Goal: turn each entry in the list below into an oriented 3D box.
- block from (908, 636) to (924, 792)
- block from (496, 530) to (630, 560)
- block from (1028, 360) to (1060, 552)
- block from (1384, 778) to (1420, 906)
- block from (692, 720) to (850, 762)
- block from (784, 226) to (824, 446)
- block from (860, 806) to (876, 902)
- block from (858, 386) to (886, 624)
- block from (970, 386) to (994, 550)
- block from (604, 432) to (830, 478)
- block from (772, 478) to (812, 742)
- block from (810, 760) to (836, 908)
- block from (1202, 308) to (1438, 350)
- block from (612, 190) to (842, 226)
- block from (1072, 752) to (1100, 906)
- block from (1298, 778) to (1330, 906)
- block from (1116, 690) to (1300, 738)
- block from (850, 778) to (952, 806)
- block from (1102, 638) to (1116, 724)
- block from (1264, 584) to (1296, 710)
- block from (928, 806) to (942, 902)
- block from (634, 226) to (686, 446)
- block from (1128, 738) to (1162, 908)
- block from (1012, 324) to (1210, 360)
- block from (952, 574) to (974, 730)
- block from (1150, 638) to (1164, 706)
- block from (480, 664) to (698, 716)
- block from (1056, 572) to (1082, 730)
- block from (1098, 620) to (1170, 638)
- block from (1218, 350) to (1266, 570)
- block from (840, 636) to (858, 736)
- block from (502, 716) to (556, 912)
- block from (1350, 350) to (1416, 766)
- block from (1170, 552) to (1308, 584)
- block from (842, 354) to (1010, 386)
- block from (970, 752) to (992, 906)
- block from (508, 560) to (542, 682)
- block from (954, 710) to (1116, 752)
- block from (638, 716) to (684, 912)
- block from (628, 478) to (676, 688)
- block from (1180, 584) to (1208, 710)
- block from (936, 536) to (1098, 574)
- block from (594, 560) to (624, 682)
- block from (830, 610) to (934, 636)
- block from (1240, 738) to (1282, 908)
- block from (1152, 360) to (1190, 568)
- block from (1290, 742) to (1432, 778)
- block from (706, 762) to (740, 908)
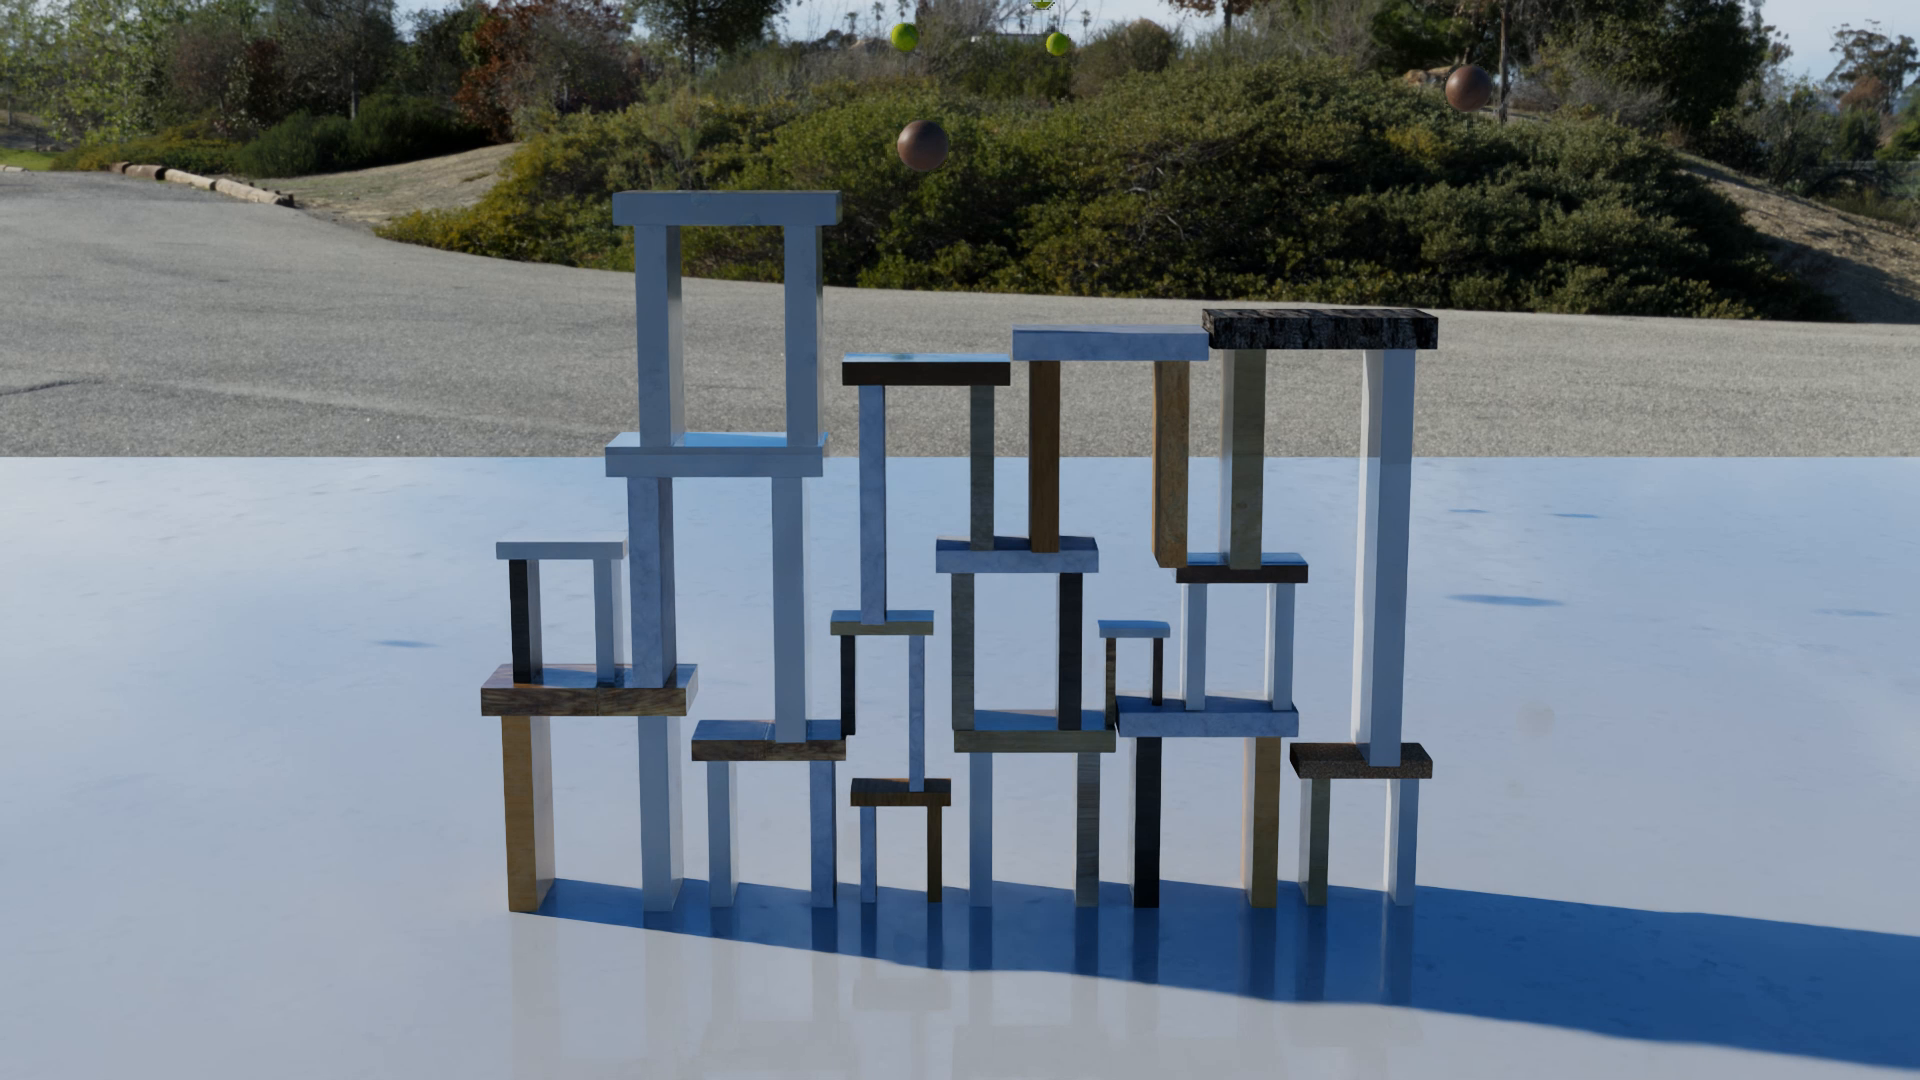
[{"bbox_3d":[-0.071,0.275,3.613,0.024,0.263,0.083,0,11,0],"label":"block"},{"bbox_3d":[-0.640,0.008,3.562,0.202,0.029,0.101,0,11,0],"label":"block"},{"bbox_3d":[0.134,-0.144,3.527,0.043,0.304,0.152,0,11,0],"label":"block"},{"bbox_3d":[0.731,0.484,3.646,0.031,0.216,0.108,0,11,0],"label":"block"},{"bbox_3d":[-0.310,0.329,3.614,0.249,0.035,0.125,0,11,0],"label":"block"},{"bbox_3d":[-0.247,-0.330,3.497,0.049,0.344,0.172,0,11,0],"label":"block"},{"bbox_3d":[-0.152,0.509,3.653,0.023,0.165,0.082,0,11,0],"label":"block"},{"bbox_3d":[-0.140,-0.065,3.547,0.037,0.384,0.132,0,11,0],"label":"block"},{"bbox_3d":[0.035,-0.124,3.536,0.037,0.264,0.132,0,11,0],"label":"block"},{"bbox_3d":[-0.386,-0.138,3.534,0.341,0.048,0.171,0,11,0],"label":"block"},{"bbox_3d":[-0.272,0.098,3.576,0.048,0.432,0.171,0,11,0],"label":"block"},{"bbox_3d":[-0.226,0.468,3.643,0.035,0.249,0.125,0,11,0],"label":"block"},{"bbox_3d":[0.567,-0.336,3.493,0.347,0.049,0.174,0,11,0],"label":"block"},{"bbox_3d":[-0.362,-0.523,3.461,0.344,0.049,0.172,0,11,0],"label":"block"},{"bbox_3d":[0.209,0.461,3.647,0.037,0.262,0.131,0,11,0],"label":"block"},{"bbox_3d":[0.587,0.484,3.646,0.031,0.216,0.108,0,11,0],"label":"block"},{"bbox_3d":[0.402,0.285,3.616,0.289,0.041,0.144,0,11,0],"label":"block"},{"bbox_3d":[-0.097,0.417,3.636,0.165,0.023,0.082,0,11,0],"label":"block"},{"bbox_3d":[0.245,0.224,3.601,0.016,0.145,0.057,0,11,0],"label":"block"},{"bbox_3d":[0.521,0.163,3.585,0.030,0.211,0.105,0,11,0],"label":"block"},{"bbox_3d":[-0.042,0.509,3.653,0.023,0.165,0.082,0,10,0],"label":"block"},{"bbox_3d":[-0.476,-0.330,3.496,0.049,0.344,0.172,0,11,0],"label":"block"},{"bbox_3d":[0.305,0.447,3.647,0.041,0.289,0.144,0,11,0],"label":"block"},{"bbox_3d":[0.235,-0.314,3.496,0.304,0.043,0.152,0,11,0],"label":"block"},{"bbox_3d":[0.005,0.168,3.594,0.037,0.259,0.130,0,11,0],"label":"block"},{"bbox_3d":[0.321,0.209,3.599,0.016,0.114,0.057,0,11,0],"label":"block"},{"bbox_3d":[-0.603,0.245,3.602,0.329,0.047,0.164,0,11,0],"label":"block"},{"bbox_3d":[0.177,0.168,3.594,0.037,0.259,0.130,0,11,0],"label":"block"},{"bbox_3d":[0.283,0.145,3.587,0.114,0.016,0.057,0,11,0],"label":"block"},{"bbox_3d":[0.451,-0.141,3.529,0.049,0.347,0.174,0,11,0],"label":"block"},{"bbox_3d":[-0.182,0.228,3.603,0.024,0.166,0.083,0,11,0],"label":"block"},{"bbox_3d":[-0.712,0.429,3.636,0.047,0.329,0.164,0,11,0],"label":"block"},{"bbox_3d":[0.683,0.018,3.559,0.049,0.671,0.174,0,11,0],"label":"block"},{"bbox_3d":[0.451,0.045,3.563,0.211,0.030,0.105,0,11,0],"label":"block"},{"bbox_3d":[-0.053,-0.272,3.509,0.264,0.037,0.132,0,11,0],"label":"block"},{"bbox_3d":[0.034,0.461,3.647,0.037,0.262,0.131,0,11,0],"label":"block"},{"bbox_3d":[-0.707,0.122,3.583,0.029,0.203,0.101,0,11,0],"label":"block"},{"bbox_3d":[0.121,0.314,3.620,0.262,0.037,0.131,0,11,0],"label":"block"},{"bbox_3d":[-0.493,0.429,3.636,0.047,0.329,0.164,0,11,0],"label":"block"},{"bbox_3d":[-0.499,0.053,3.570,0.048,0.341,0.171,0,11,0],"label":"block"},{"bbox_3d":[0.380,0.163,3.586,0.030,0.211,0.105,0,11,0],"label":"block"},{"bbox_3d":[0.091,0.023,3.566,0.259,0.037,0.130,0,11,0],"label":"block"},{"bbox_3d":[-0.572,0.122,3.583,0.029,0.203,0.101,0,11,0],"label":"block"},{"bbox_3d":[-0.126,0.135,3.586,0.167,0.024,0.083,0,11,0],"label":"block"},{"bbox_3d":[0.498,0.447,3.647,0.041,0.289,0.144,0,11,0],"label":"block"},{"bbox_3d":[0.337,-0.131,3.530,0.043,0.329,0.152,0,11,0],"label":"block"},{"bbox_3d":[0.659,0.363,3.624,0.216,0.031,0.108,0,11,0],"label":"block"},{"bbox_3d":[-0.392,0.468,3.643,0.035,0.249,0.125,0,11,0],"label":"block"}]
